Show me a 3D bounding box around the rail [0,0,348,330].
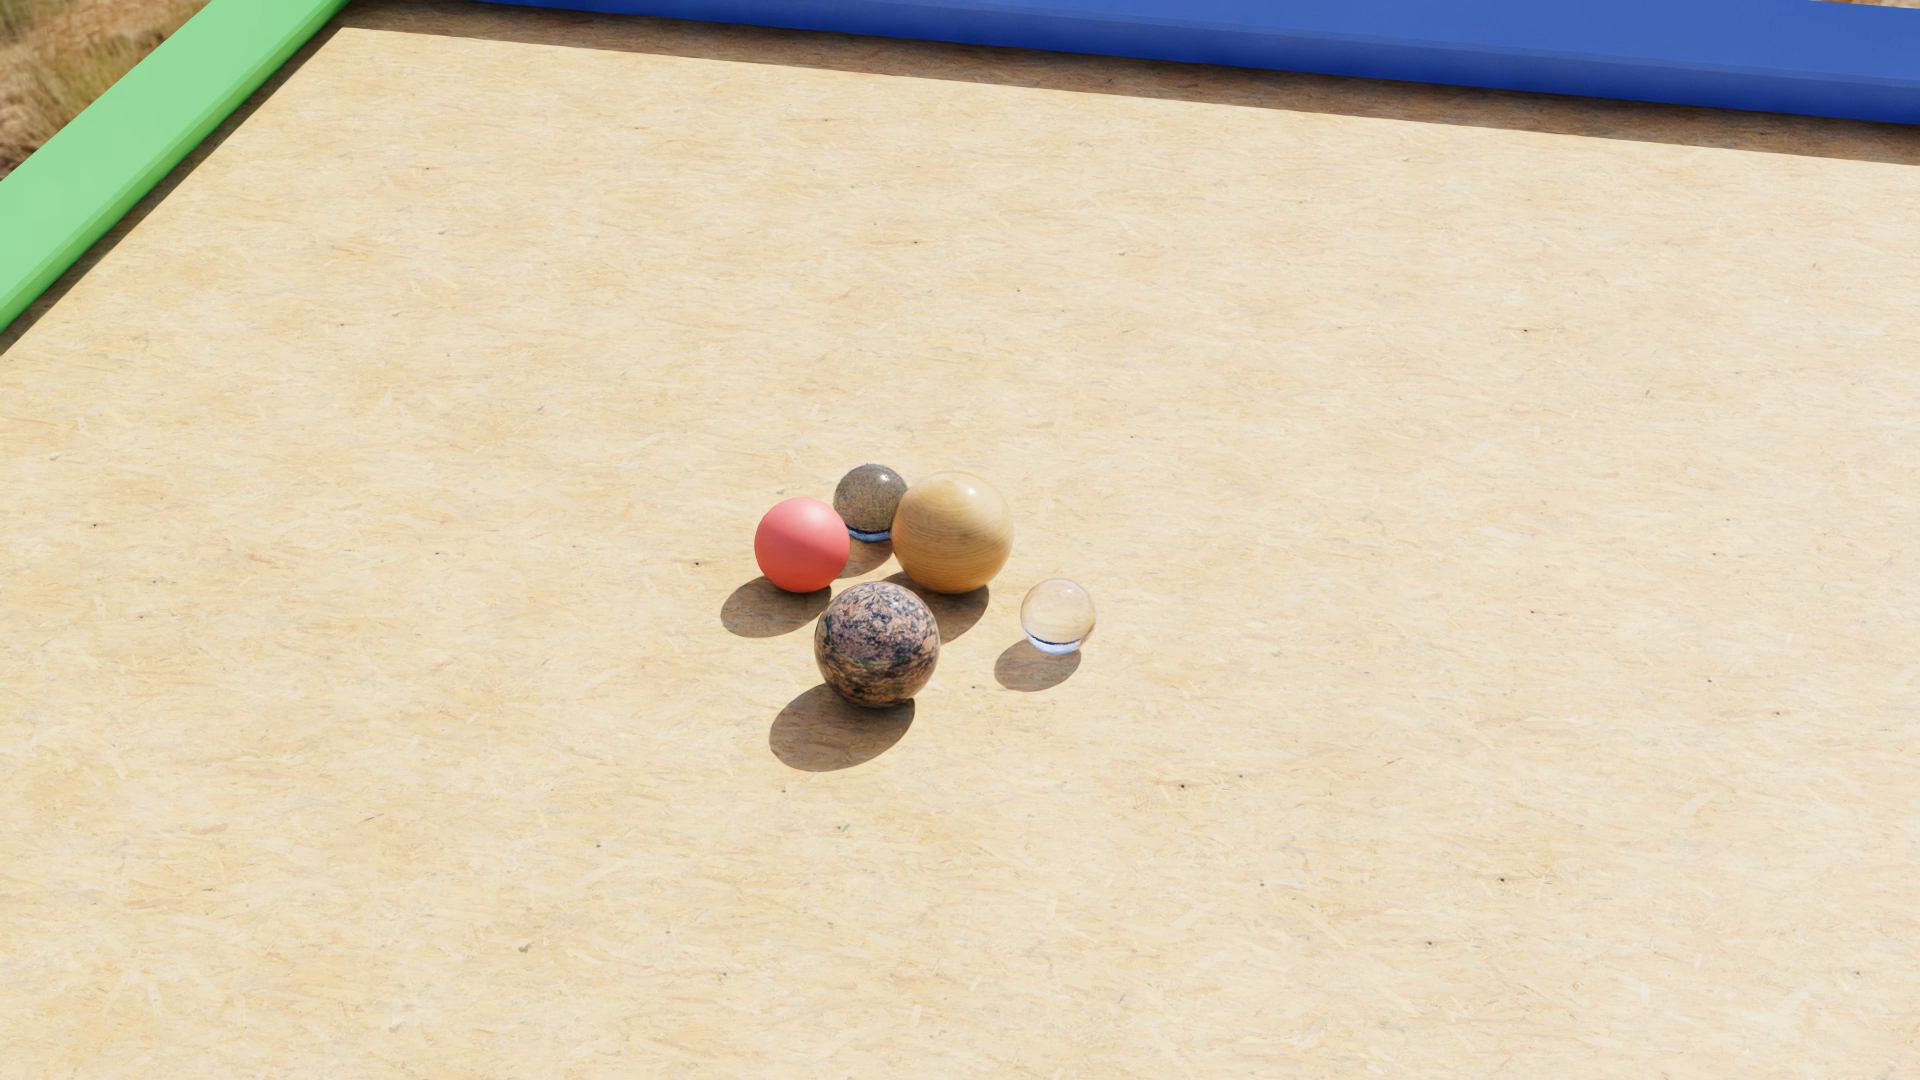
[{"bbox_3d":[-0.870,-0.124,2.078,0.045,0.122,2.004,7,35,10],"label":"rail"}]

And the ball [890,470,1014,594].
[{"bbox_3d":[-0.006,-0.006,1.930,0.094,0.094,0.094,0,34,0],"label":"ball"}]

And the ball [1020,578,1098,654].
[{"bbox_3d":[0.072,0.055,1.873,0.057,0.057,0.057,0,34,0],"label":"ball"}]

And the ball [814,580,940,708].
[{"bbox_3d":[-0.059,0.074,1.816,0.090,0.090,0.090,0,34,0],"label":"ball"}]

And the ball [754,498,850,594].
[{"bbox_3d":[-0.119,0.004,1.935,0.072,0.072,0.072,0,34,0],"label":"ball"}]

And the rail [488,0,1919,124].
[{"bbox_3d":[1.097,-0.451,2.559,3.654,0.122,0.045,7,35,10],"label":"rail"}]

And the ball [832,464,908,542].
[{"bbox_3d":[-0.068,-0.029,1.992,0.061,0.061,0.061,0,34,0],"label":"ball"}]
